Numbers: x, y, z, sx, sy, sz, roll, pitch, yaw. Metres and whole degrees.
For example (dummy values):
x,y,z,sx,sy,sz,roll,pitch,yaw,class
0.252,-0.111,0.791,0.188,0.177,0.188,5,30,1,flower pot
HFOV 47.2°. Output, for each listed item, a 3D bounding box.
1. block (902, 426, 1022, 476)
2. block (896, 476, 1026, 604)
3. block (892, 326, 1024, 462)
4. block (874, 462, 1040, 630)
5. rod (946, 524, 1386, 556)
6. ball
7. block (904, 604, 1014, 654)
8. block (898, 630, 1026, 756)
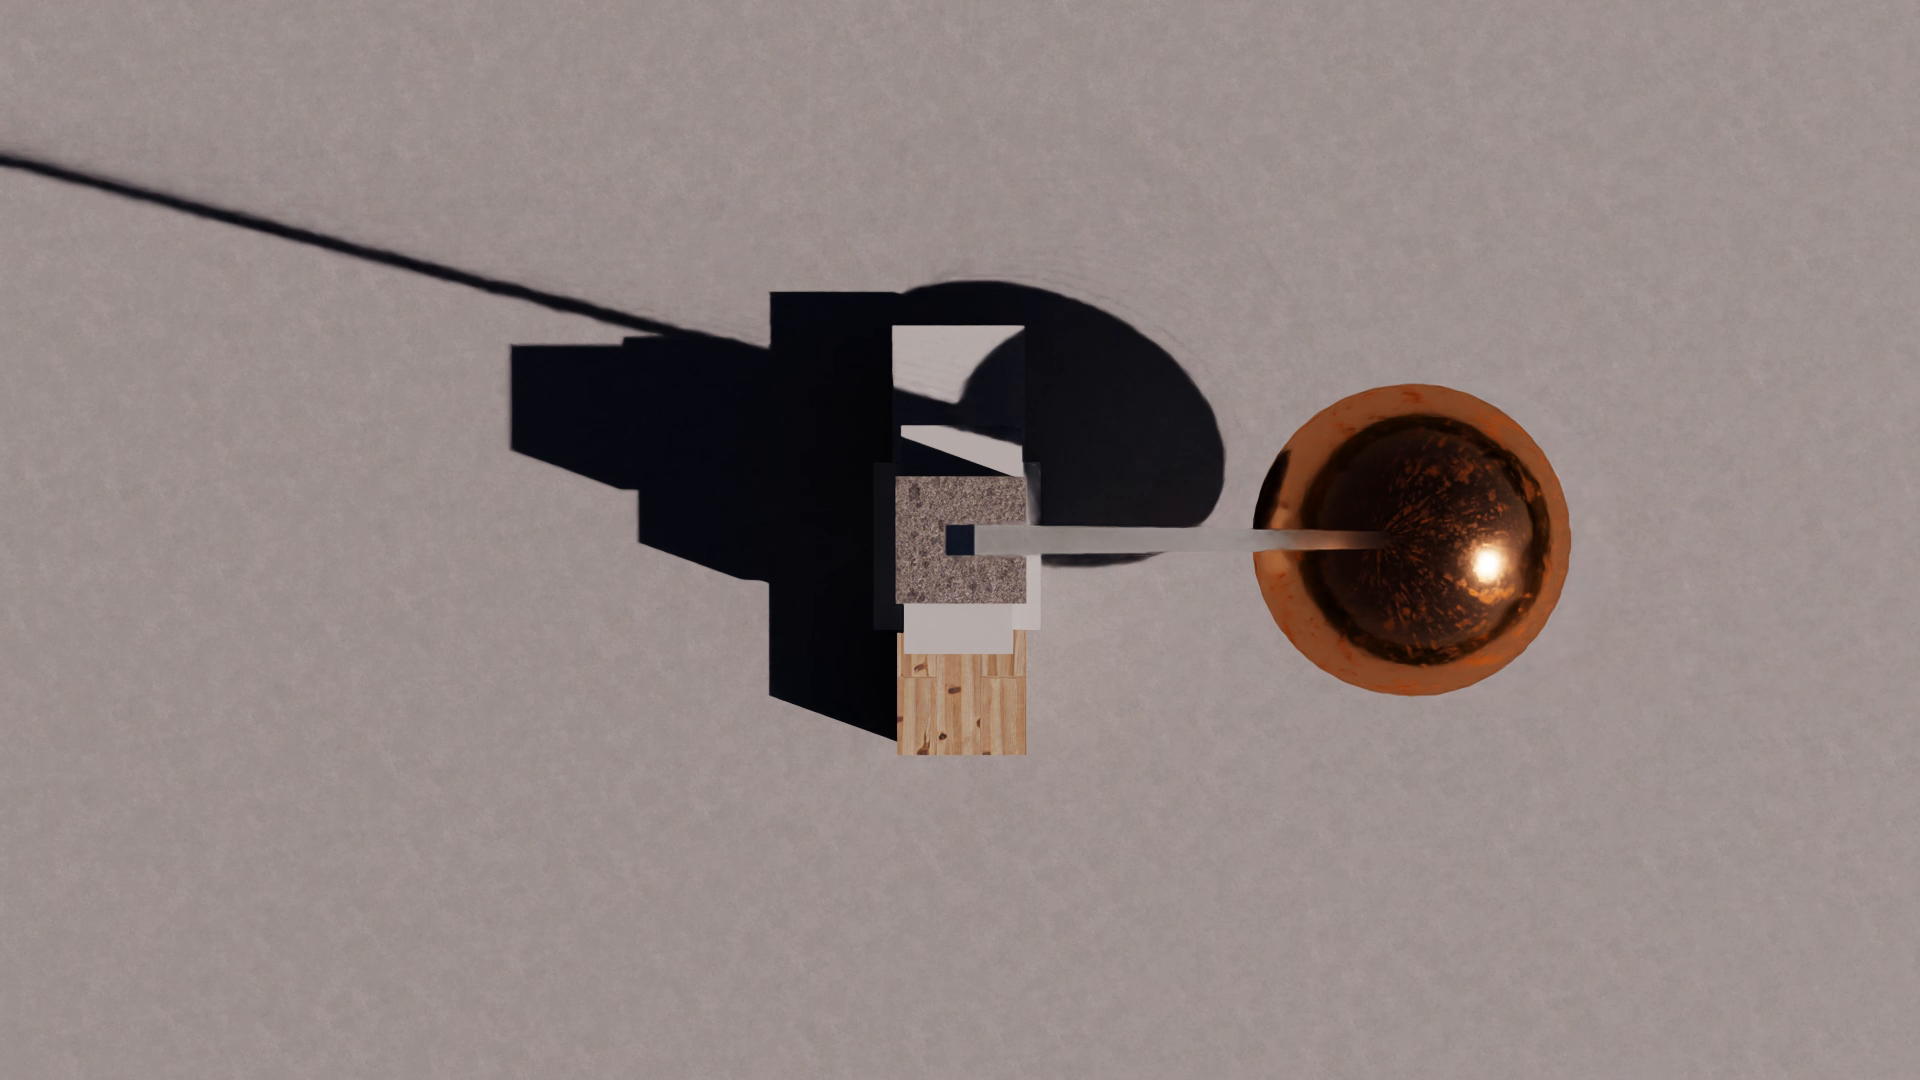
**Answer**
x,y,z,sx,sy,sz,roll,pitch,yaw,class
0.010,-0.298,11.754,0.630,0.644,0.595,0,90,0,block
0.005,0.000,11.126,0.643,0.612,0.626,0,90,0,block
-0.008,-0.818,12.654,0.741,0.693,0.765,0,90,0,block
-0.016,0.034,12.538,0.917,0.924,0.918,0,90,0,block
0.994,0.000,8.094,0.080,5.200,0.080,0,90,22,rod
2.295,0.000,11.236,1.600,1.600,1.600,0,90,0,ball
-0.007,0.303,11.788,0.572,0.575,0.586,0,90,0,block
0.010,0.852,12.637,0.720,0.727,0.698,0,90,0,block
